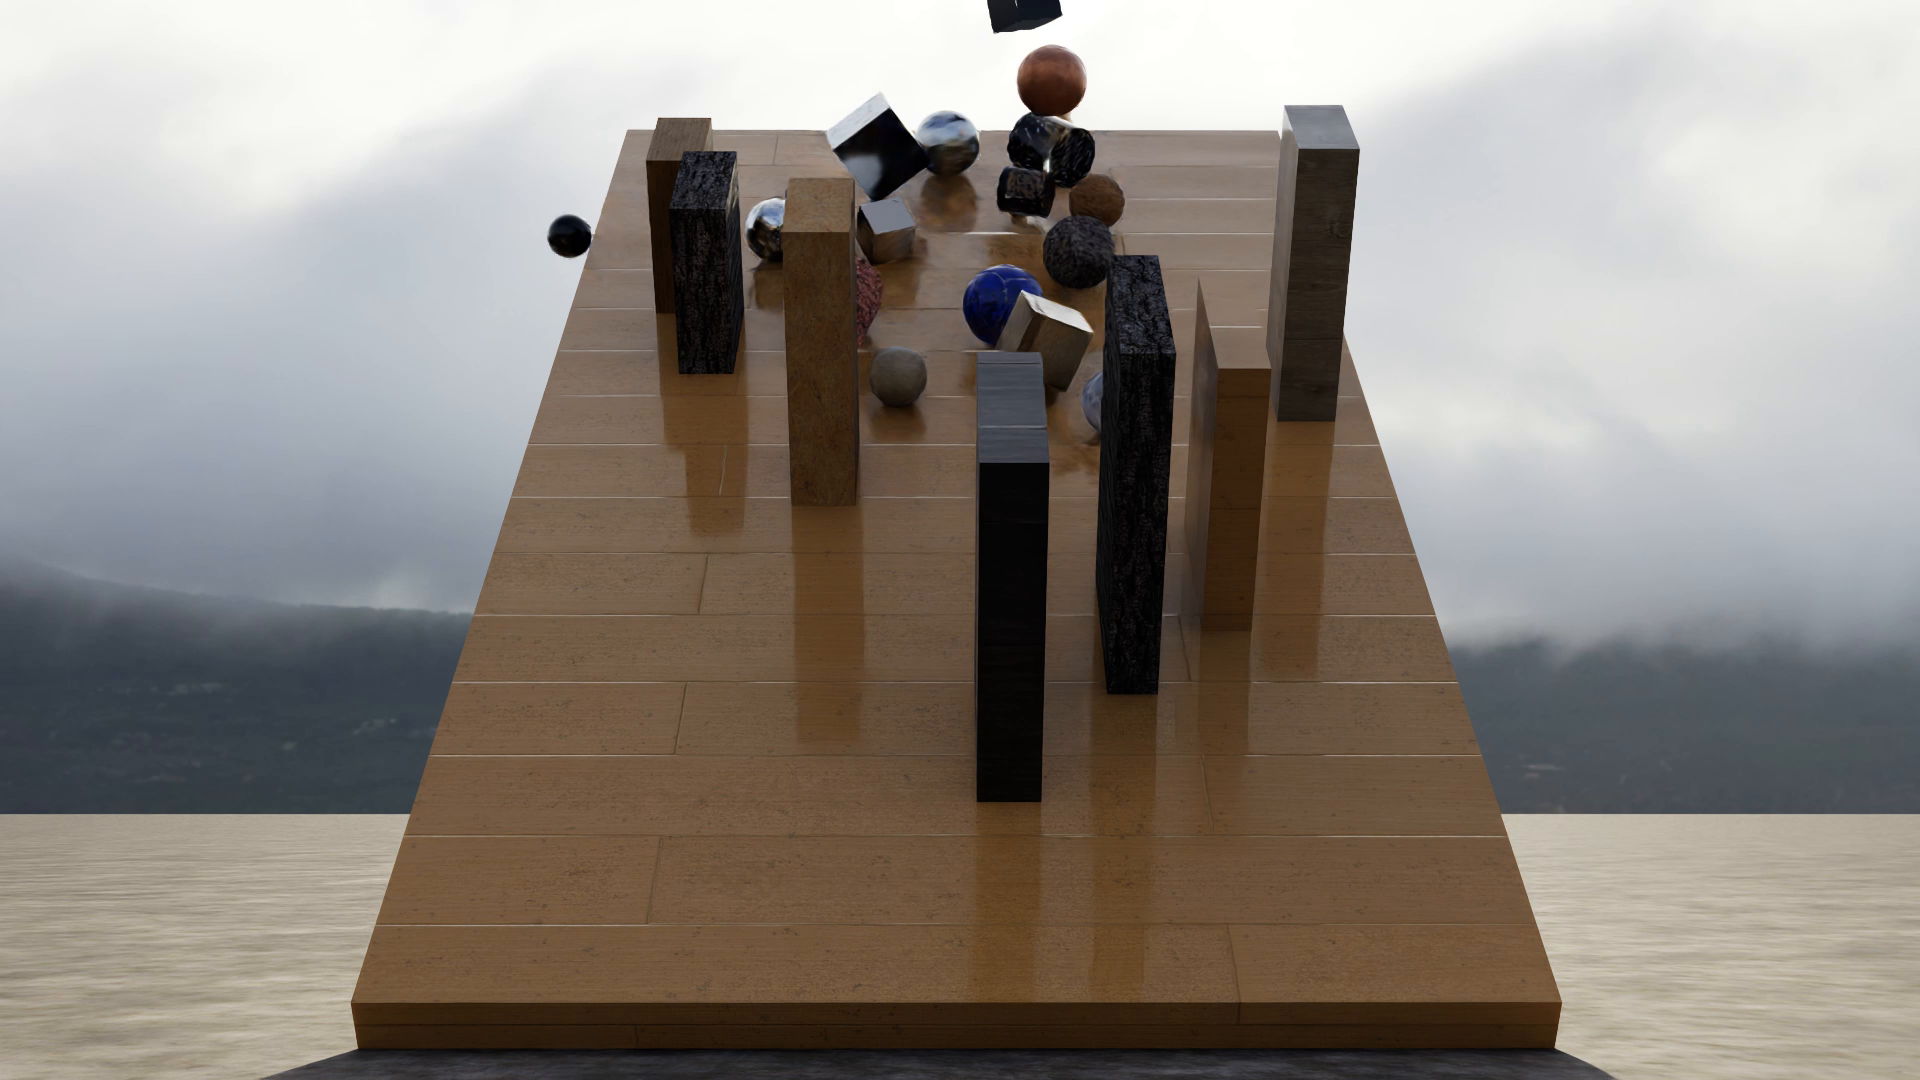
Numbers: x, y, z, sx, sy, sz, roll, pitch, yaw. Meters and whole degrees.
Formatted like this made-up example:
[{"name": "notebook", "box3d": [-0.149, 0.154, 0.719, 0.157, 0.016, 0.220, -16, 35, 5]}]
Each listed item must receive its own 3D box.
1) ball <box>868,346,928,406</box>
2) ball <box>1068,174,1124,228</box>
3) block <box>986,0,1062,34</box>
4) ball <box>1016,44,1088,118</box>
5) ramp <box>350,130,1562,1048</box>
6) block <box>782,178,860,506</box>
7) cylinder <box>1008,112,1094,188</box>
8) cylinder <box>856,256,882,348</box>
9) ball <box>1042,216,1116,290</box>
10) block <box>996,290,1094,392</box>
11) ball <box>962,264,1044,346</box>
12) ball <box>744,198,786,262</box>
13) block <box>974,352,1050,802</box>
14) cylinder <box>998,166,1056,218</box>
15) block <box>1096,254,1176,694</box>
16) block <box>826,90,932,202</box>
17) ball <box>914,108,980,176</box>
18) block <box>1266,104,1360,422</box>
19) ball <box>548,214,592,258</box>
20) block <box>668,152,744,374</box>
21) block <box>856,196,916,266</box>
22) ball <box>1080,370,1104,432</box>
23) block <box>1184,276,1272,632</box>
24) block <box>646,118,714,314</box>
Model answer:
[{"name": "ball", "box3d": [-0.150, -0.394, 5.827, 0.143, 0.143, 0.143, 0, -6, 0]}, {"name": "ball", "box3d": [0.380, -0.940, 6.747, 0.156, 0.156, 0.156, 0, -6, 0]}, {"name": "block", "box3d": [0.186, -1.601, 7.175, 0.153, 0.153, 0.153, -13, 3, -30]}, {"name": "ball", "box3d": [0.258, -1.293, 6.818, 0.202, 0.202, 0.202, 0, -6, 0]}, {"name": "ramp", "box3d": [-0.013, -0.206, 5.747, 2.000, 0.100, 4.000, 0, 30, 0]}, {"name": "block", "box3d": [-0.306, -0.439, 5.391, 0.143, 0.661, 0.305, 0, 30, 0]}, {"name": "cylinder", "box3d": [0.267, -1.141, 7.064, 0.180, 0.180, 0.180, 7, 18, -46]}, {"name": "cylinder", "box3d": [-0.316, -0.590, 6.097, 0.207, 0.207, 0.207, -1, 30, 12]}, {"name": "ball", "box3d": [0.315, -0.760, 6.402, 0.195, 0.195, 0.195, 0, -6, 0]}, {"name": "block", "box3d": [0.203, -0.482, 5.865, 0.159, 0.159, 0.159, 18, 20, -19]}, {"name": "ball", "box3d": [0.112, -0.589, 6.097, 0.208, 0.208, 0.208, 0, -6, 0]}, {"name": "ball", "box3d": [-0.499, -0.838, 6.554, 0.169, 0.169, 0.169, 0, -6, 0]}, {"name": "block", "box3d": [0.091, 0.068, 4.477, 0.120, 0.714, 0.428, 0, 30, 0]}, {"name": "cylinder", "box3d": [0.185, -0.974, 6.779, 0.128, 0.128, 0.128, 10, -3, 18]}, {"name": "block", "box3d": [0.341, -0.129, 4.782, 0.100, 0.746, 0.442, 0, 30, 0]}, {"name": "block", "box3d": [-0.231, -1.107, 6.829, 0.200, 0.200, 0.200, -36, 24, 7]}, {"name": "ball", "box3d": [-0.039, -1.162, 7.085, 0.194, 0.194, 0.194, 0, -6, 0]}, {"name": "block", "box3d": [0.827, -0.652, 5.732, 0.138, 0.690, 0.282, 0, 30, 0]}, {"name": "ball", "box3d": [-1.061, -0.826, 6.582, 0.121, 0.121, 0.121, 0, -6, 0]}, {"name": "block", "box3d": [-0.628, -0.695, 6.043, 0.134, 0.439, 0.374, 0, 30, 0]}, {"name": "block", "box3d": [-0.202, -0.837, 6.565, 0.119, 0.119, 0.119, -15, -35, -20]}, {"name": "ball", "box3d": [0.362, -0.325, 5.701, 0.155, 0.155, 0.155, 0, -6, 0]}, {"name": "block", "box3d": [0.548, -0.182, 5.017, 0.102, 0.601, 0.434, 0, 30, 0]}, {"name": "block", "box3d": [-0.721, -0.848, 6.321, 0.140, 0.422, 0.305, 0, 30, 0]}]
